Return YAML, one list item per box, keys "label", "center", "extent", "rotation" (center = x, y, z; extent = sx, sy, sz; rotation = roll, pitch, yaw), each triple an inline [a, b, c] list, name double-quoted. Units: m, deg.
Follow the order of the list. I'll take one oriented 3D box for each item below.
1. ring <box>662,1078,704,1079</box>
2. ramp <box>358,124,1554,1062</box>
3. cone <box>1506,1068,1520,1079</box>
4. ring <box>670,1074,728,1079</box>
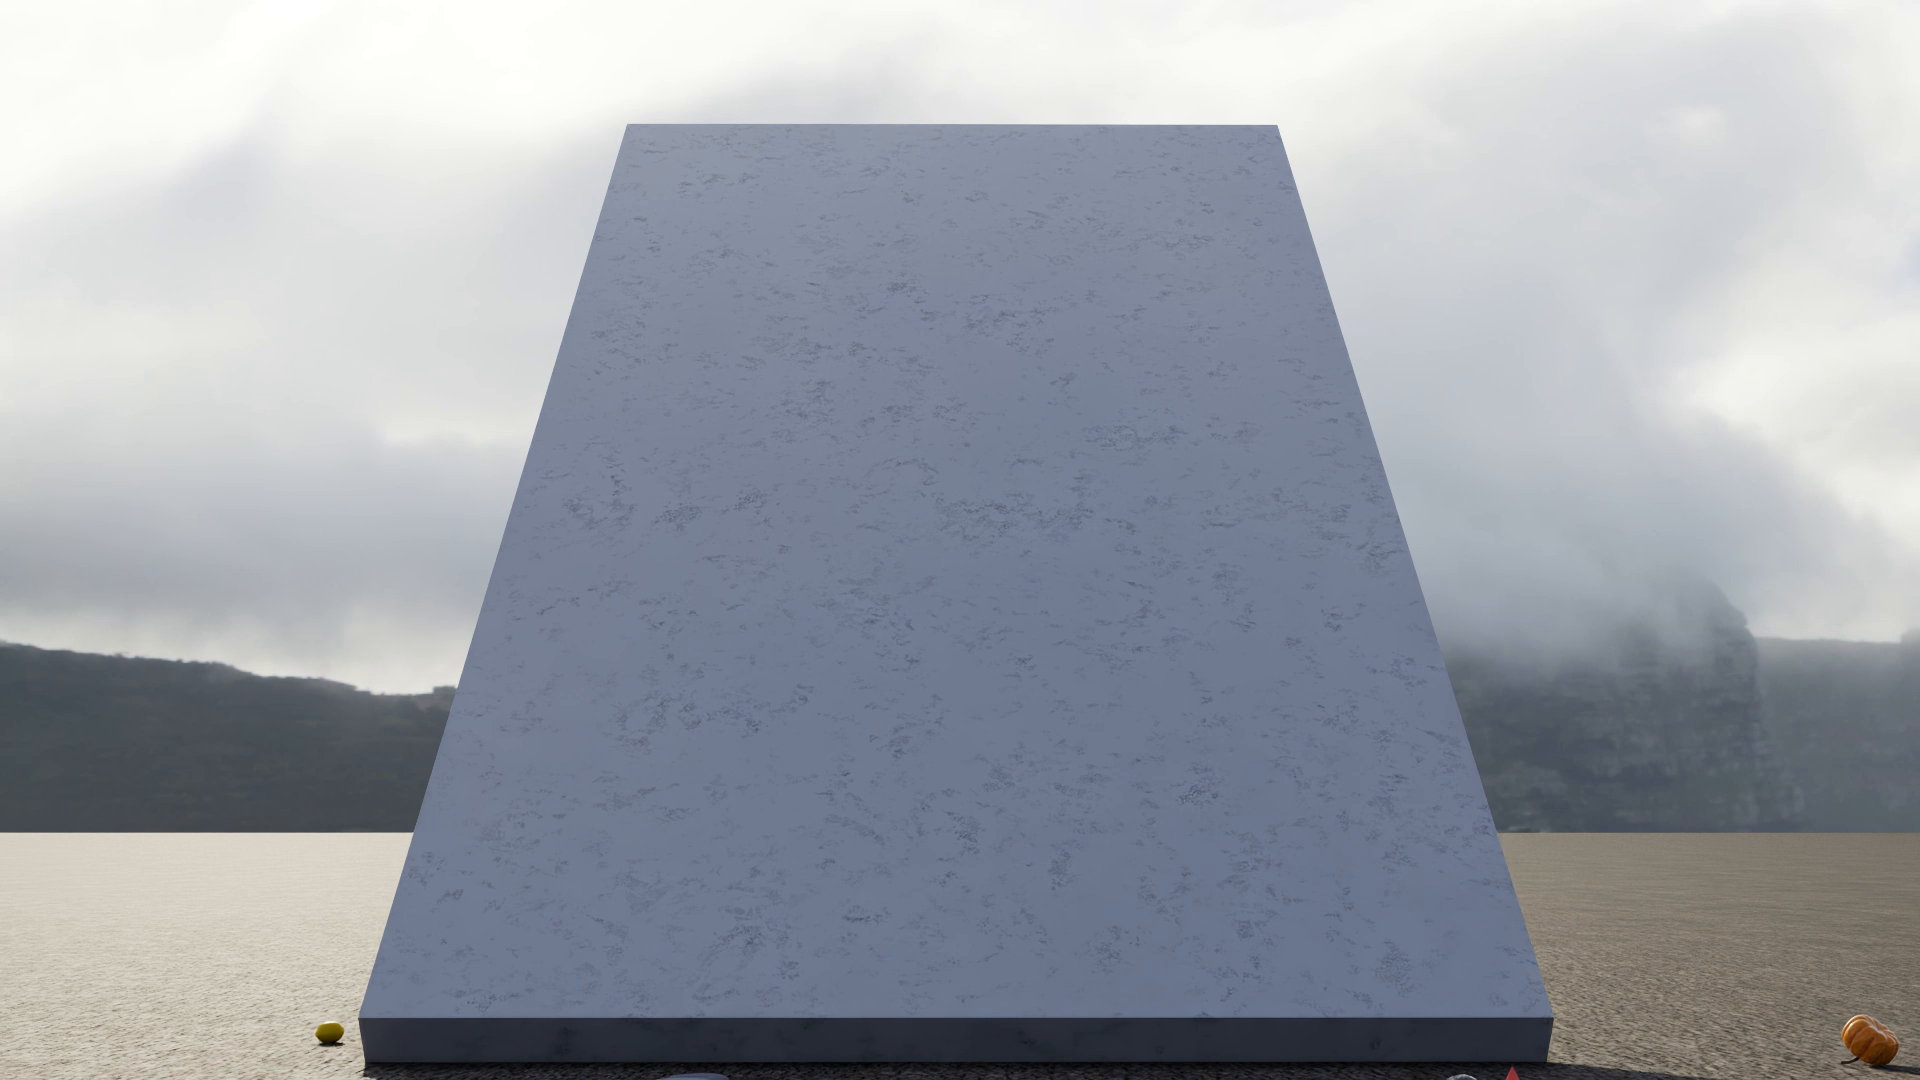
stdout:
- label: "ring"
  center: [-0.392, 0.787, 3.455]
  extent: [0.115, 0.038, 0.115]
  rotation: [1, -7, 0]
- label: "ramp"
  center: [-0.014, -0.198, 5.805]
  extent: [2.000, 0.100, 4.000]
  rotation: [0, 31, 0]
- label: "cone"
  center: [0.743, 0.745, 3.270]
  extent: [0.077, 0.077, 0.077]
  rotation: [0, -7, 0]
- label: "ring"
  center: [-0.386, 0.802, 3.567]
  extent: [0.103, 0.034, 0.103]
  rotation: [-1, -7, 0]
